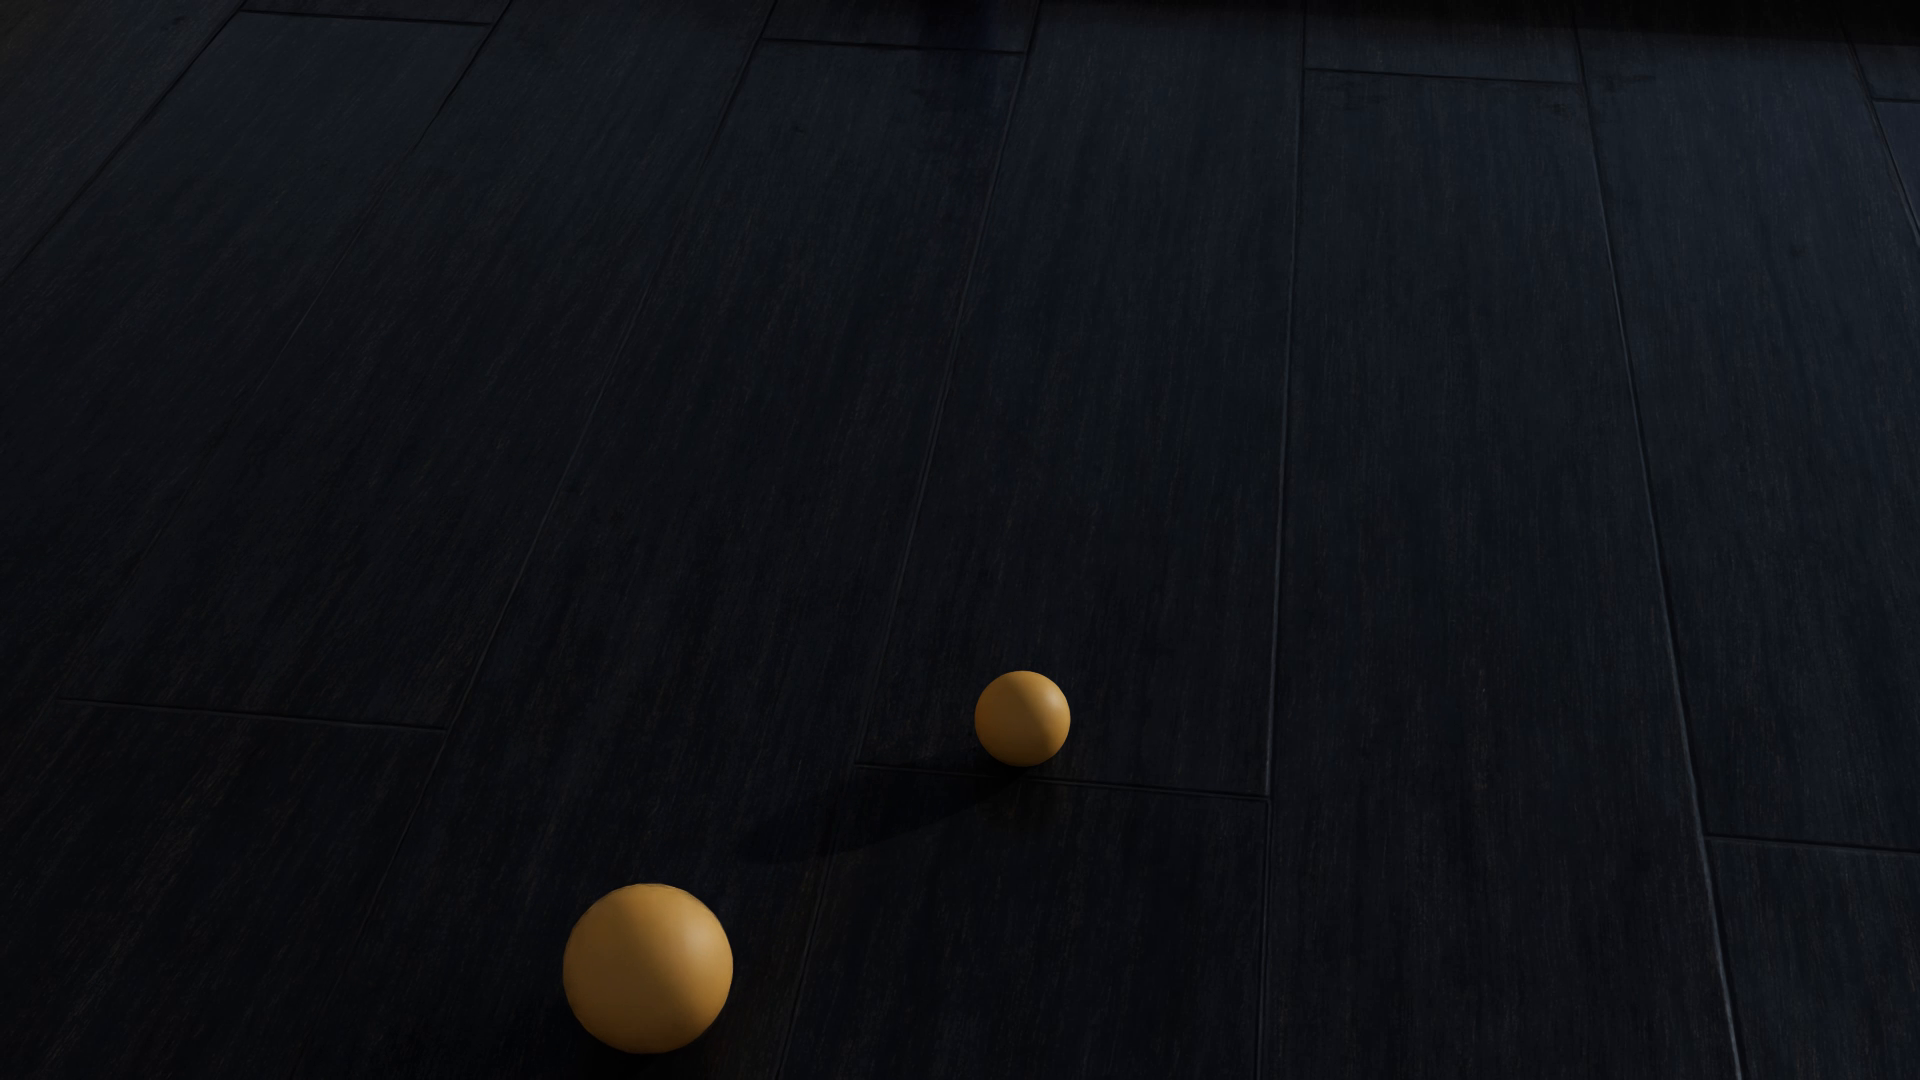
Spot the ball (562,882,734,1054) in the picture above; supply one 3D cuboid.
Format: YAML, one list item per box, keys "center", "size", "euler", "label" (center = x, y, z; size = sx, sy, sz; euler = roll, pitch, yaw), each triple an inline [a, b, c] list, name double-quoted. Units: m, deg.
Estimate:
- center: [-0.163, 0.224, 1.339]
  size: [0.089, 0.089, 0.089]
  euler: [0, 36, 0]
  label: "ball"

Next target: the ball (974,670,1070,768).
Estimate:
- center: [0.037, 0.107, 1.529]
  size: [0.057, 0.057, 0.057]
  euler: [0, 36, 0]
  label: "ball"
